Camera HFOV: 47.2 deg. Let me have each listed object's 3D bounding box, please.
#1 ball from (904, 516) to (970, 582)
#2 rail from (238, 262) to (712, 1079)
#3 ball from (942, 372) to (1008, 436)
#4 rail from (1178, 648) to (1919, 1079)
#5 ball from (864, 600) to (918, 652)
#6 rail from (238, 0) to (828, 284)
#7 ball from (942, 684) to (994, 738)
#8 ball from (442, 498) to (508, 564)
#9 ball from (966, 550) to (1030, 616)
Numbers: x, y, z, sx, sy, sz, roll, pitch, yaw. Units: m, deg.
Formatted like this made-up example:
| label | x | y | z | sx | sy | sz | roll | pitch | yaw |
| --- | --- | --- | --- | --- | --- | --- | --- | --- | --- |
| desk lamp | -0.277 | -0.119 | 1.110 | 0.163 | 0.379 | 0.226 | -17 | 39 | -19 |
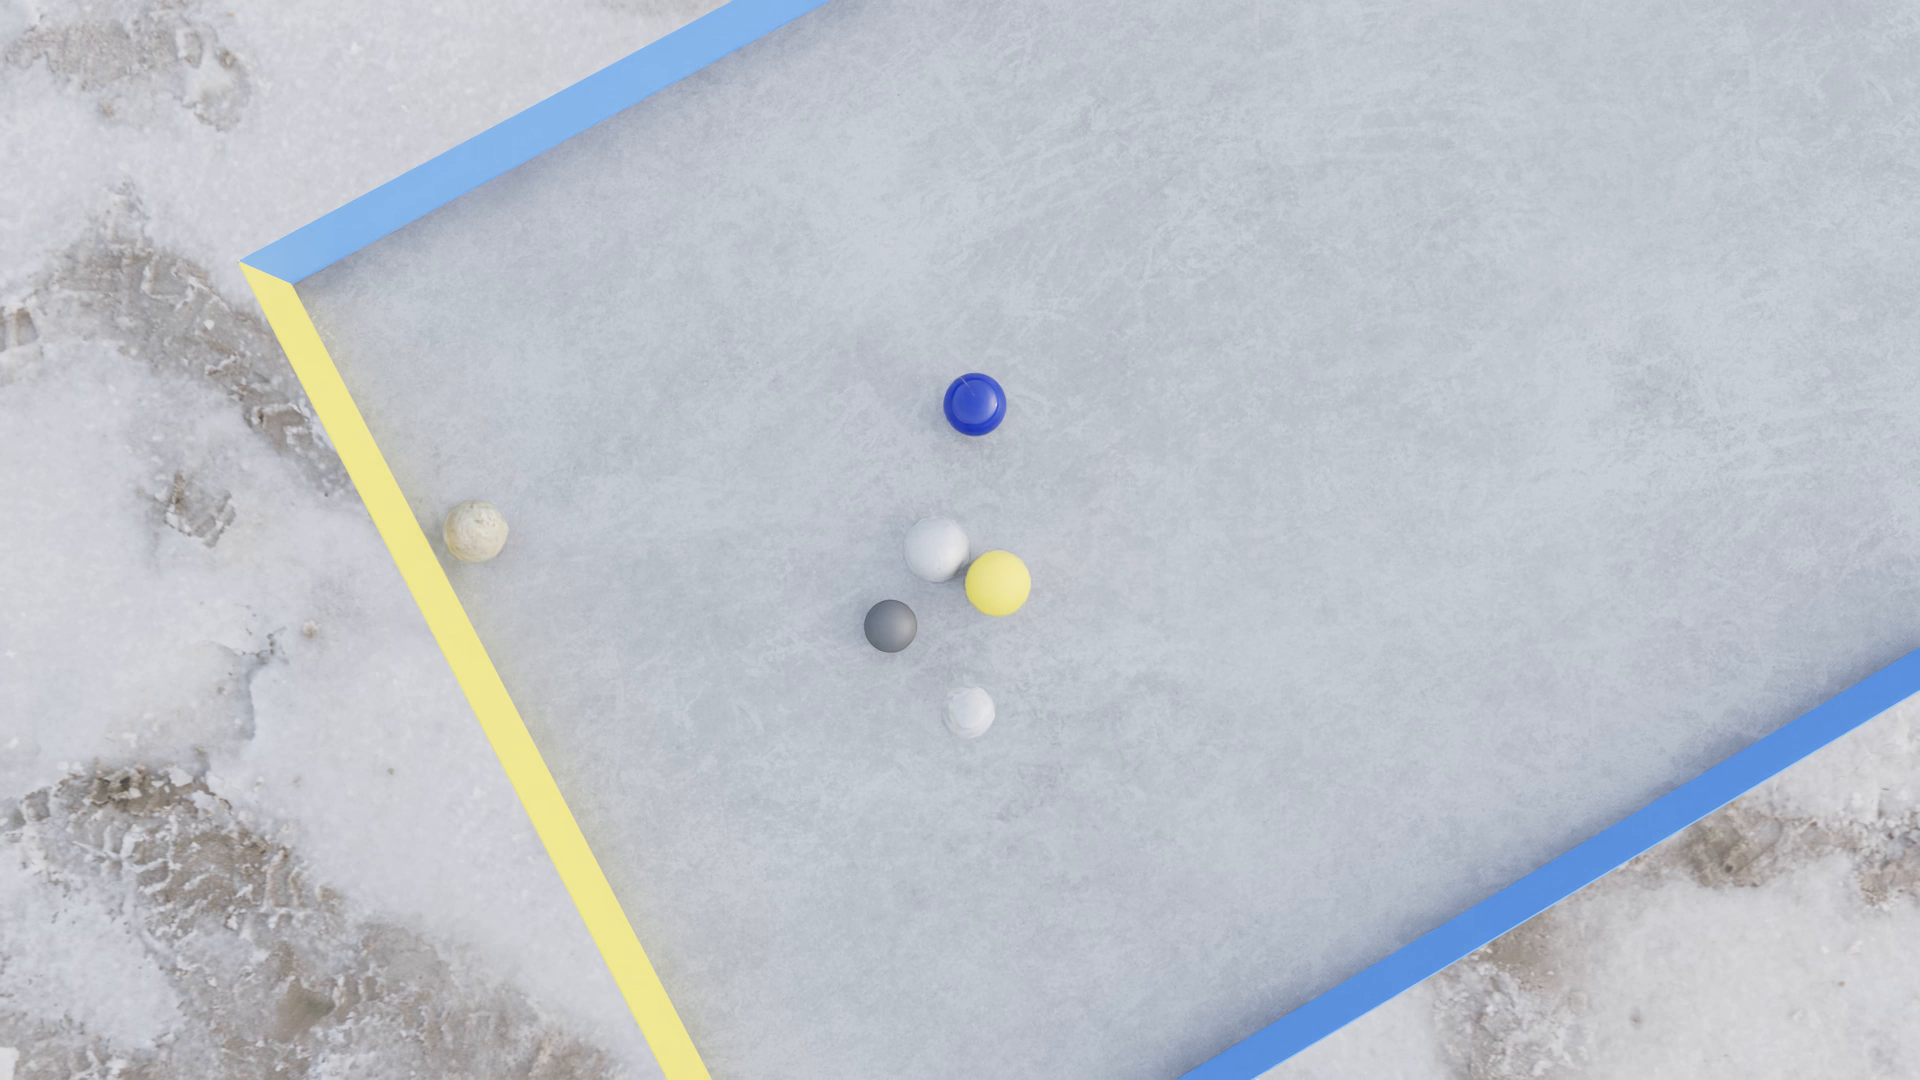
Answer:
| label | x | y | z | sx | sy | sz | roll | pitch | yaw |
| --- | --- | --- | --- | --- | --- | --- | --- | --- | --- |
| ball | -0.034 | 0.013 | 3.262 | 0.098 | 0.098 | 0.098 | 0 | 81 | 0 |
| rail | -0.620 | 0.340 | 3.192 | 0.045 | 0.127 | 1.752 | -29 | 82 | -5 |
| ball | 0.022 | -0.203 | 3.298 | 0.096 | 0.096 | 0.096 | 0 | 81 | 0 |
| rail | 1.058 | 0.376 | 3.186 | 2.940 | 0.127 | 0.045 | -29 | 82 | -5 |
| ball | -0.103 | 0.127 | 3.252 | 0.079 | 0.079 | 0.079 | 0 | 81 | 0 |
| rail | 0.224 | -1.092 | 3.428 | 2.940 | 0.127 | 0.045 | -29 | 82 | -5 |
| ball | 0.012 | 0.251 | 3.232 | 0.078 | 0.078 | 0.078 | 0 | 81 | 0 |
| ball | -0.720 | -0.013 | 3.267 | 0.095 | 0.095 | 0.095 | 0 | 81 | 0 |
| ball | 0.056 | 0.064 | 3.253 | 0.097 | 0.097 | 0.097 | 0 | 81 | 0 |
